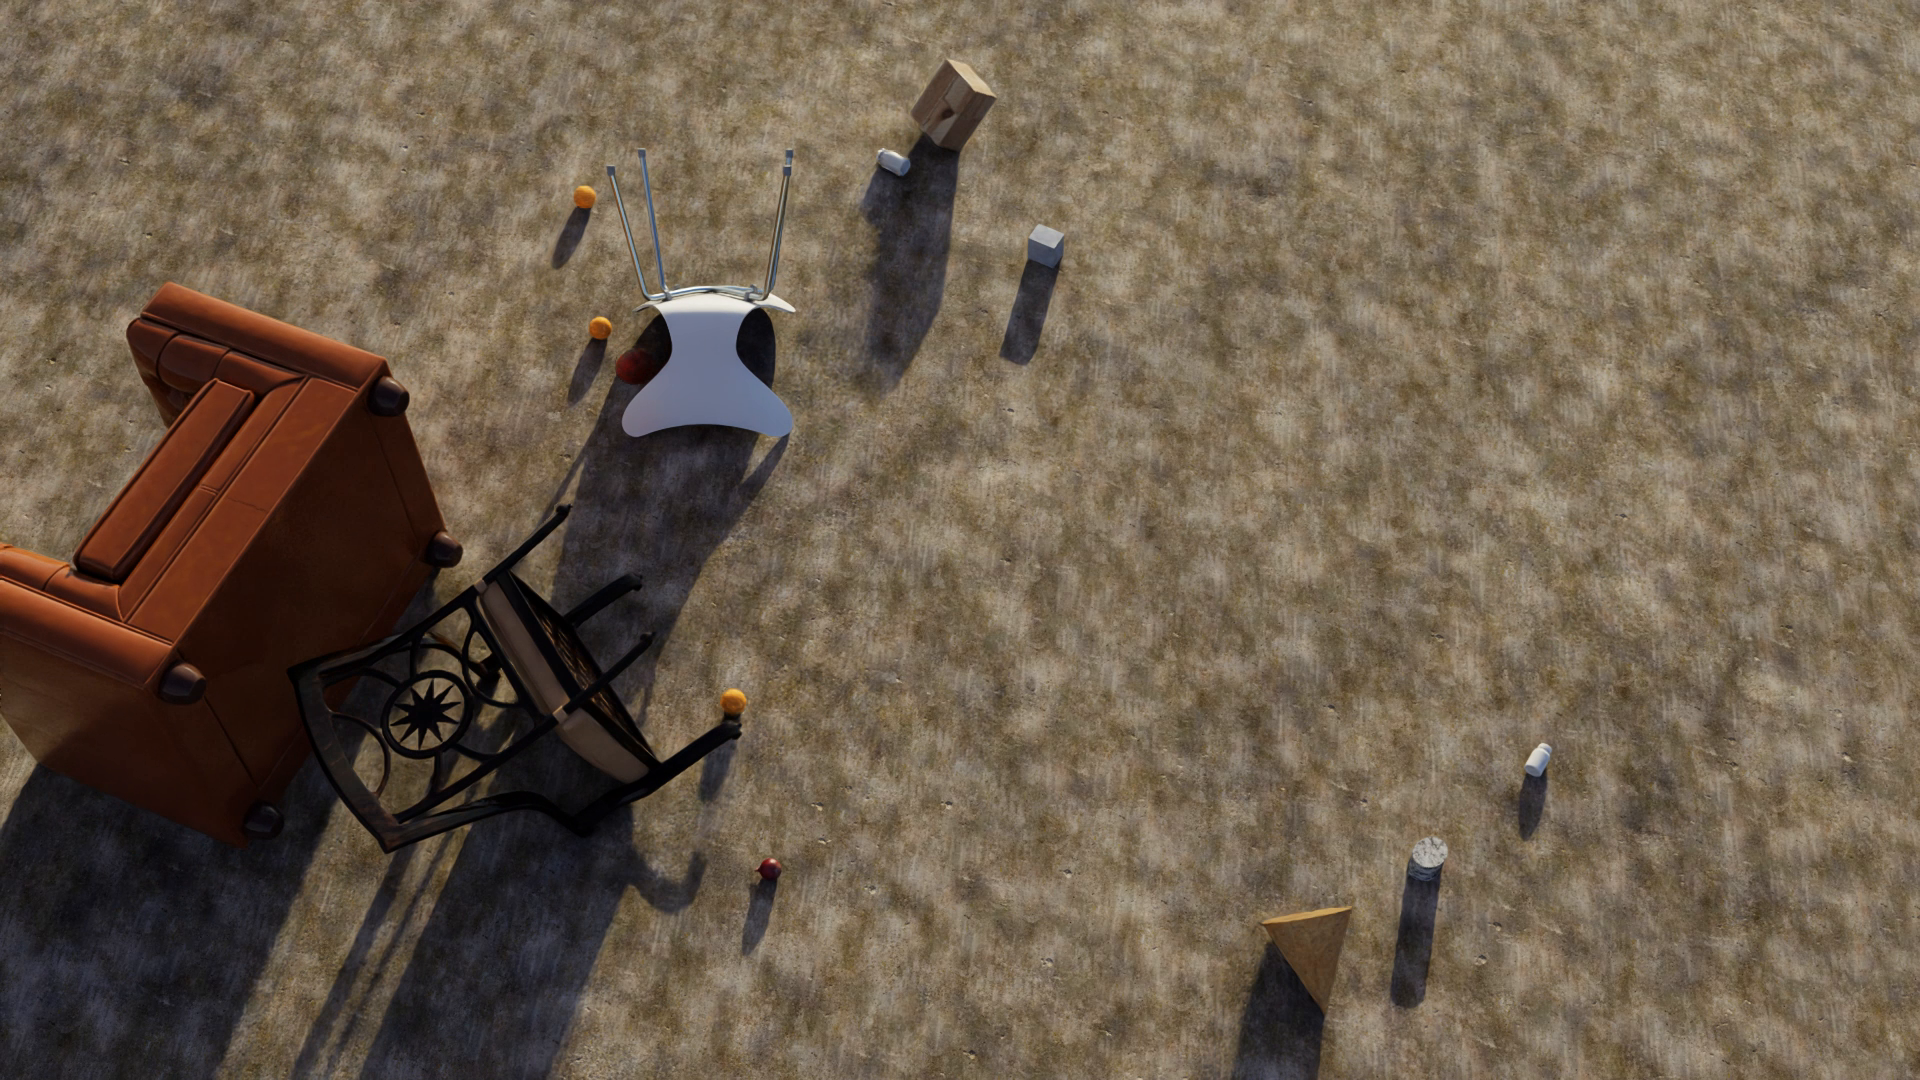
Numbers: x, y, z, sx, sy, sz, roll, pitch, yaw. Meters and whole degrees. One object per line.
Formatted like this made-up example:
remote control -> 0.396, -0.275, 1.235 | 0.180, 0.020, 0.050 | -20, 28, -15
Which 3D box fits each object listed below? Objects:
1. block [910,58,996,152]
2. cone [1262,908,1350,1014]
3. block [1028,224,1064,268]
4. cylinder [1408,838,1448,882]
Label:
block -> -0.024, -1.464, 7.407 | 0.114, 0.229, 0.182 | 2, 43, -50
cone -> 0.930, 1.114, 5.757 | 0.234, 0.256, 0.263 | -9, 83, -9
block -> 0.280, -0.957, 7.157 | 0.095, 0.097, 0.072 | 25, 60, 16
cylinder -> 1.263, 0.863, 5.943 | 0.101, 0.087, 0.083 | -31, 61, -19
